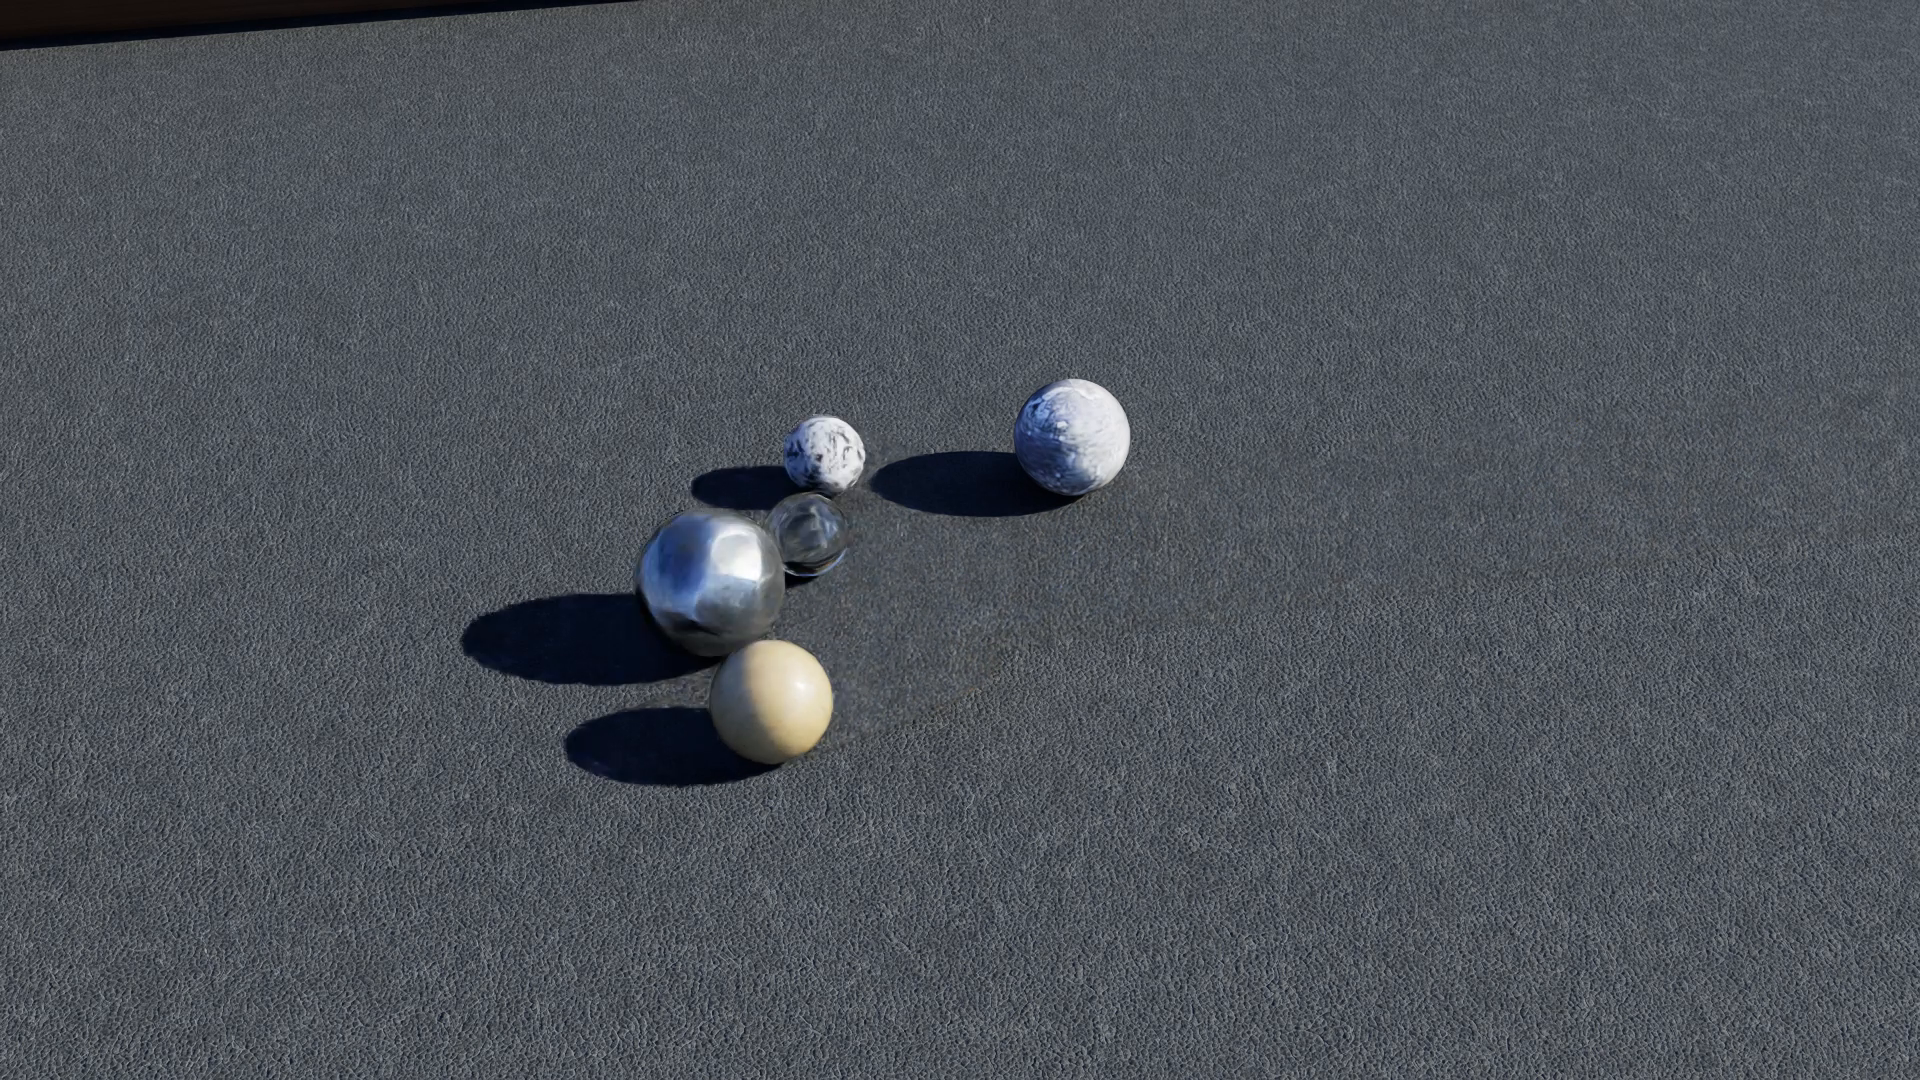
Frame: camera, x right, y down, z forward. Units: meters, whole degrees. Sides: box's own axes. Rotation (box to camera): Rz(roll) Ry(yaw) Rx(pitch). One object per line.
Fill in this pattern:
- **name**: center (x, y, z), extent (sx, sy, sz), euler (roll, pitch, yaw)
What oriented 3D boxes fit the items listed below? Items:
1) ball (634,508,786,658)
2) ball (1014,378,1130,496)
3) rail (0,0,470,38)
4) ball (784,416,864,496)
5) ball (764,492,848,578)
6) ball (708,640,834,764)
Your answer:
- **ball**: center (-0.147, 0.025, 1.512), extent (0.088, 0.088, 0.088), euler (0, 36, 0)
- **ball**: center (0.072, -0.066, 1.647), extent (0.075, 0.075, 0.075), euler (0, 36, 0)
- **rail**: center (0.615, -0.627, 2.376), extent (3.176, 0.115, 0.045), euler (-6, 37, -9)
- **ball**: center (-0.087, -0.054, 1.651), extent (0.052, 0.052, 0.052), euler (0, 36, 0)
- **ball**: center (-0.095, -0.003, 1.581), extent (0.053, 0.053, 0.053), euler (0, 36, 0)
- **ball**: center (-0.106, 0.091, 1.439), extent (0.070, 0.070, 0.070), euler (0, 36, 0)
